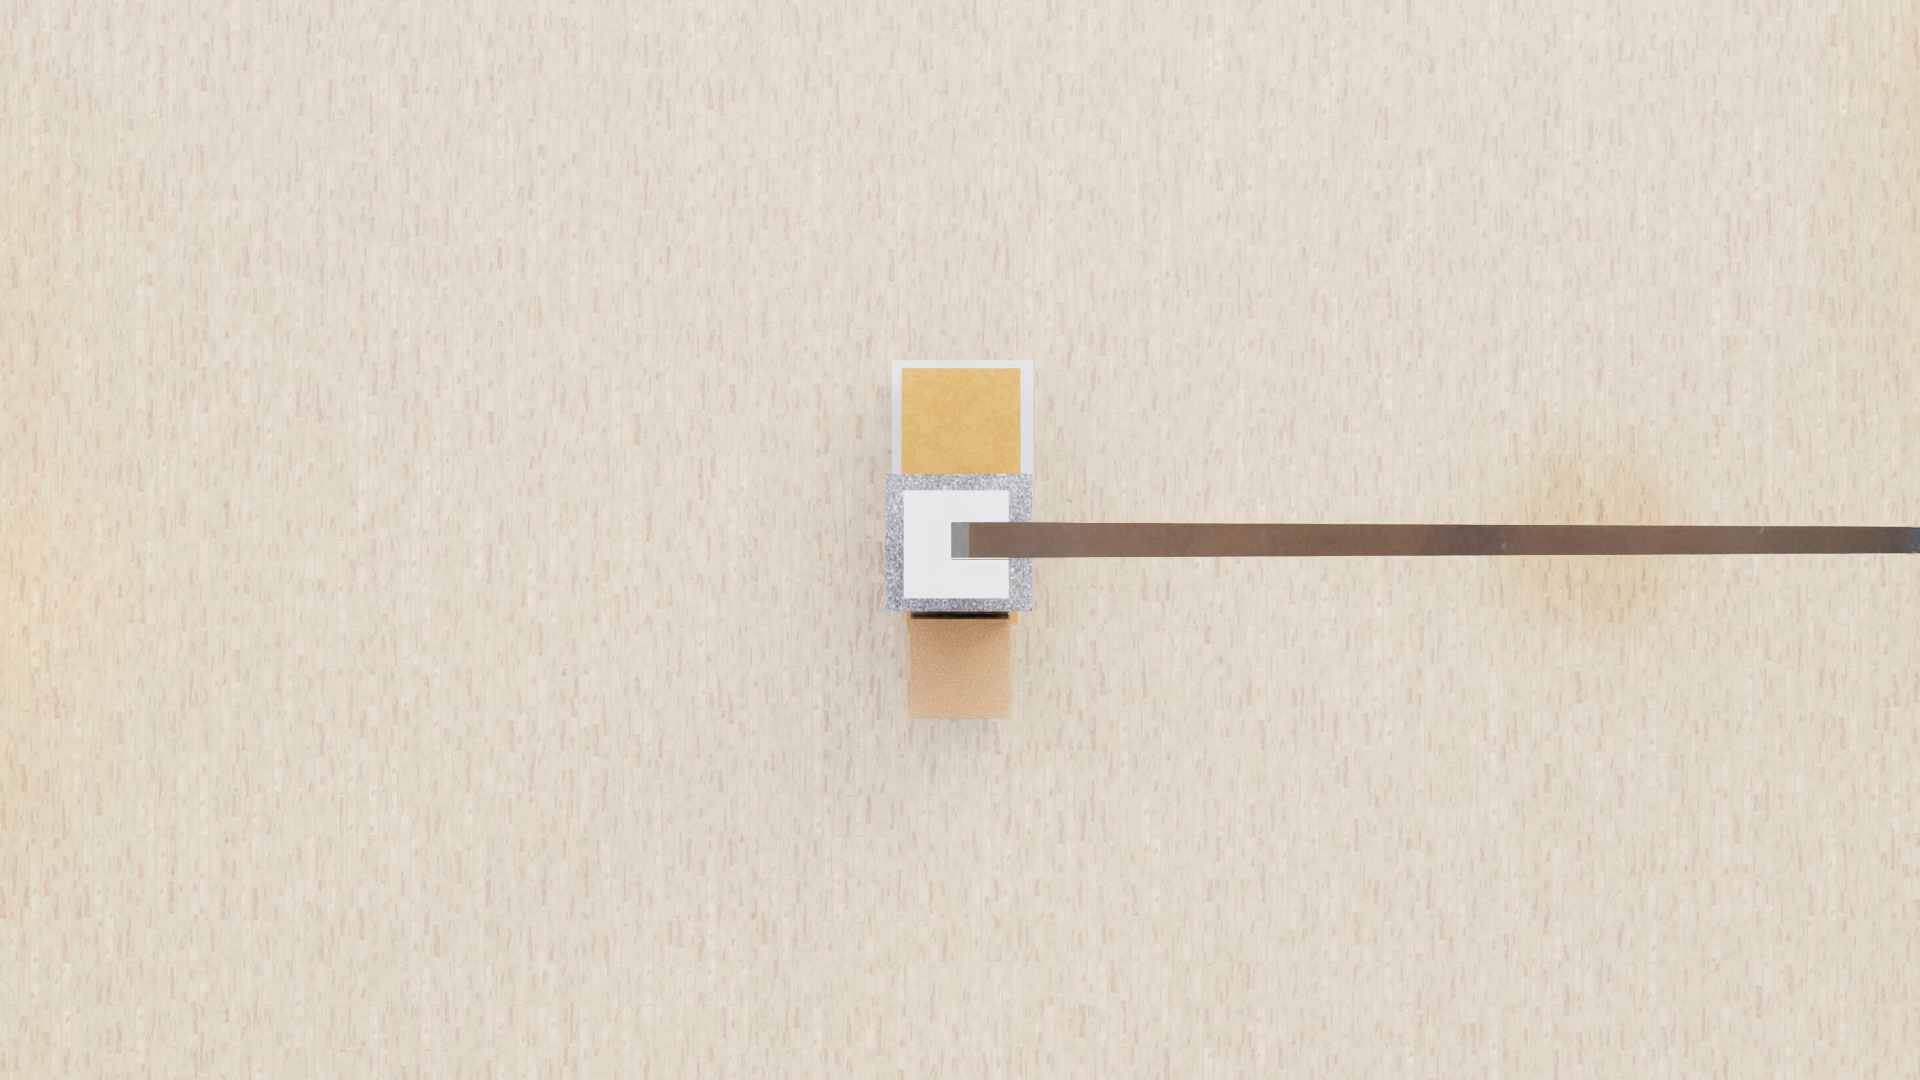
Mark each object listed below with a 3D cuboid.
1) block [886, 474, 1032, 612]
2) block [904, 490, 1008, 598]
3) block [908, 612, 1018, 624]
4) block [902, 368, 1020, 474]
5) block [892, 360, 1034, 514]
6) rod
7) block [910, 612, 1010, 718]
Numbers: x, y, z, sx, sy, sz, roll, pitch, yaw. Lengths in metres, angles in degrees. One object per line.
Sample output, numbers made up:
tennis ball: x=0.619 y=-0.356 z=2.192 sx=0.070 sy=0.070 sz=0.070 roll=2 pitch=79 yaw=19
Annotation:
block: x=-0.005 y=0.011 z=10.616 sx=0.693 sy=0.563 sz=0.646 roll=0 pitch=90 yaw=0
block: x=-0.016 y=0.017 z=9.706 sx=0.453 sy=0.432 sz=0.465 roll=0 pitch=90 yaw=0
block: x=0.013 y=0.173 z=12.667 sx=0.620 sy=0.666 sz=0.605 roll=0 pitch=90 yaw=0
block: x=0.006 y=-0.623 z=11.888 sx=0.627 sy=0.645 sz=0.564 roll=0 pitch=90 yaw=0
block: x=0.014 y=-0.568 z=12.605 sx=0.784 sy=0.789 sz=0.857 roll=0 pitch=90 yaw=0
rod: x=2.234 y=0.000 z=6.224 sx=5.200 sy=0.080 sz=0.080 roll=0 pitch=90 yaw=-31
block: x=0.000 y=0.666 z=12.080 sx=0.537 sy=0.544 sz=0.534 roll=0 pitch=96 yaw=0
